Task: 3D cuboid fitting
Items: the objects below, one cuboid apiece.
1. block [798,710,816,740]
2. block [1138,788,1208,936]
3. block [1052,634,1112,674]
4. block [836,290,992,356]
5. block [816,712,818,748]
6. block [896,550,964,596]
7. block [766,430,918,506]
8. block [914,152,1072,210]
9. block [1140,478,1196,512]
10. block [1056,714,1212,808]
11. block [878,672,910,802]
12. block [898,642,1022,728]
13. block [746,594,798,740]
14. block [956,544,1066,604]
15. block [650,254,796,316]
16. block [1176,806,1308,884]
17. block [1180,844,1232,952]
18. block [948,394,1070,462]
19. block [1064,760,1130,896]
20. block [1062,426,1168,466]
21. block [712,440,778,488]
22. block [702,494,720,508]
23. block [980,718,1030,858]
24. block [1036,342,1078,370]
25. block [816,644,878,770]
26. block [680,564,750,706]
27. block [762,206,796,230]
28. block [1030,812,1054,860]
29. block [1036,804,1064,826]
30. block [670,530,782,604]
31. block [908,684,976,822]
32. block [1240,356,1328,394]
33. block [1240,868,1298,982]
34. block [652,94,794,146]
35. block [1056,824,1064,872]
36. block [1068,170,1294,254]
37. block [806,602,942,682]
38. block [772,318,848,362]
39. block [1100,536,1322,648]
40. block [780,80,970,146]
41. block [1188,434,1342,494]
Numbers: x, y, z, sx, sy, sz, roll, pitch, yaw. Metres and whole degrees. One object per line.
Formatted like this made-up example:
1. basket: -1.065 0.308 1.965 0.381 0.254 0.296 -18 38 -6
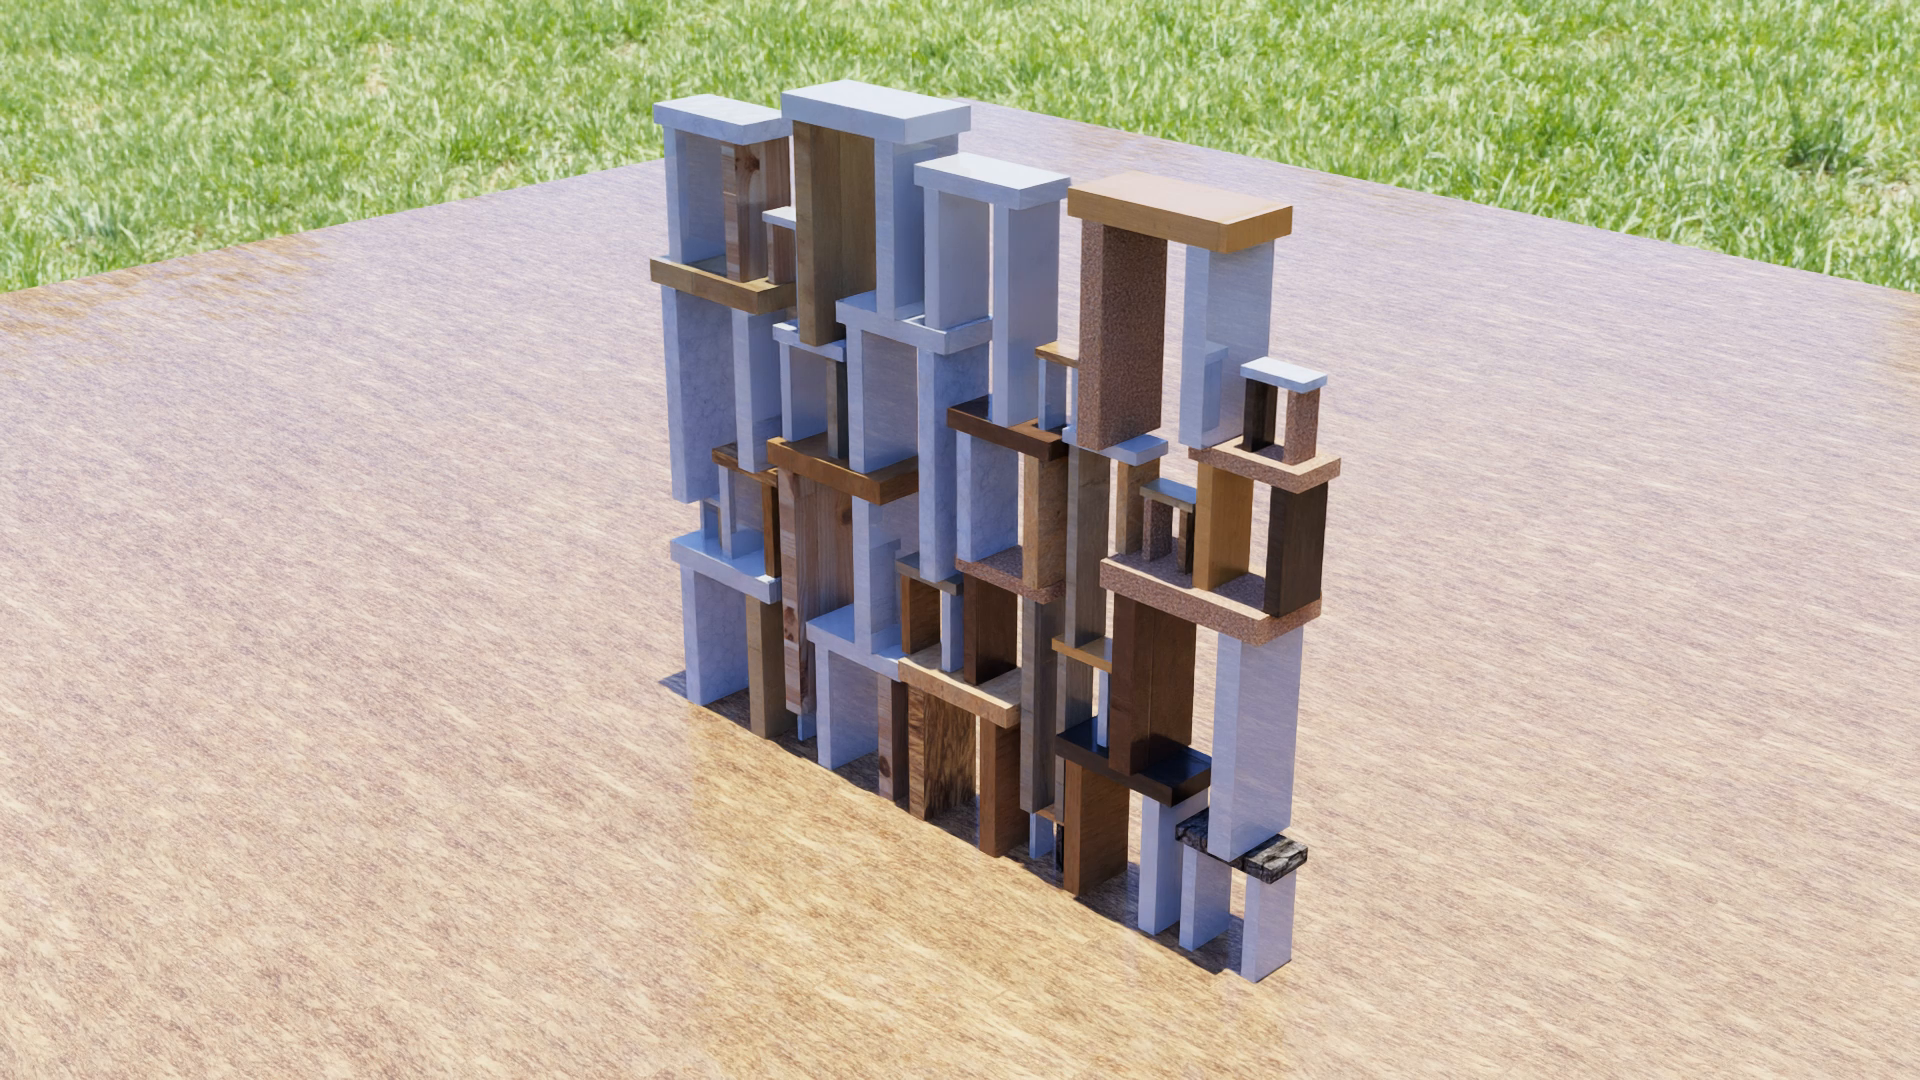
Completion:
1. block: -0.329 0.383 4.741 0.013 0.092 0.046 21 31 41
2. block: 0.393 0.574 4.049 0.040 0.281 0.140 21 31 41
3. block: 0.252 0.202 4.042 0.154 0.022 0.077 21 31 41
4. block: -0.081 -0.416 4.140 0.293 0.042 0.147 21 31 40
5. block: -0.285 0.400 4.702 0.013 0.092 0.046 21 31 41
6. block: -0.037 0.062 4.286 0.169 0.024 0.085 21 31 41
7. block: -0.214 -0.156 4.393 0.332 0.047 0.166 21 31 40
8. block: 0.056 -0.636 3.890 0.130 0.037 0.261 -21 31 -40
9. block: 0.373 -0.078 3.780 0.059 0.017 0.119 -21 31 -40
10. block: 0.326 0.400 4.047 0.281 0.040 0.140 21 31 41
11. block: -0.102 0.381 4.501 0.040 0.283 0.141 21 31 41
12. block: 0.035 0.277 4.297 0.296 0.042 0.148 21 31 41
13. block: -0.378 0.249 4.748 0.047 0.332 0.166 21 31 41
14. block: 0.113 0.056 4.132 0.115 0.033 0.230 -21 31 -40
15. block: -0.459 -0.537 4.499 0.344 0.049 0.172 21 31 41
16. block: 0.499 0.539 3.906 0.213 0.030 0.107 21 31 41
17. block: 0.449 0.631 4.000 0.030 0.213 0.107 21 31 41
18. block: 0.112 -0.208 4.009 0.128 0.036 0.257 -21 31 -40
19. block: 0.260 0.522 4.171 0.040 0.281 0.140 21 31 41
20. block: 0.272 -0.173 3.859 0.172 0.024 0.086 21 31 40
21. block: -0.411 -0.164 4.601 0.105 0.030 0.210 -21 31 -40
22. block: -0.522 -0.091 4.751 0.046 0.013 0.093 -21 31 -41
23. block: 0.105 0.459 4.299 0.042 0.296 0.148 21 31 41
24. block: 0.193 -0.325 3.877 0.112 0.016 0.056 21 31 40
25. block: -0.235 0.329 4.623 0.040 0.283 0.141 21 31 41
26. block: -0.535 0.188 4.892 0.047 0.332 0.166 21 31 41
27. block: -0.322 -0.628 4.307 0.063 0.018 0.126 -21 31 -40
28. block: 0.159 0.566 4.293 0.015 0.104 0.052 21 31 41
29. block: 0.184 0.521 4.247 0.052 0.015 0.104 -21 31 -41
30. block: -0.456 0.044 4.746 0.332 0.047 0.166 21 31 41
31. block: -0.035 0.405 4.427 0.042 0.296 0.148 21 31 41
32. block: 0.521 -0.266 3.539 0.063 0.018 0.126 -21 31 -40
33. block: 0.549 0.670 3.908 0.030 0.213 0.107 21 31 41
34. block: -0.469 -0.839 4.380 0.140 0.040 0.281 -21 31 -40
35. block: 0.209 0.585 4.248 0.015 0.104 0.052 21 31 41
36. block: 0.358 -0.541 3.609 0.338 0.048 0.169 21 31 41
37. block: -0.168 0.207 4.499 0.283 0.040 0.141 21 31 41
38. block: -0.263 -0.399 4.340 0.206 0.029 0.103 21 31 40
39. block: 0.430 0.083 3.791 0.174 0.049 0.348 -21 31 -41
40. block: -0.158 -0.791 4.055 0.334 0.047 0.167 21 31 40
41. block: 0.500 -0.135 3.619 0.113 0.032 0.227 -21 31 -40
